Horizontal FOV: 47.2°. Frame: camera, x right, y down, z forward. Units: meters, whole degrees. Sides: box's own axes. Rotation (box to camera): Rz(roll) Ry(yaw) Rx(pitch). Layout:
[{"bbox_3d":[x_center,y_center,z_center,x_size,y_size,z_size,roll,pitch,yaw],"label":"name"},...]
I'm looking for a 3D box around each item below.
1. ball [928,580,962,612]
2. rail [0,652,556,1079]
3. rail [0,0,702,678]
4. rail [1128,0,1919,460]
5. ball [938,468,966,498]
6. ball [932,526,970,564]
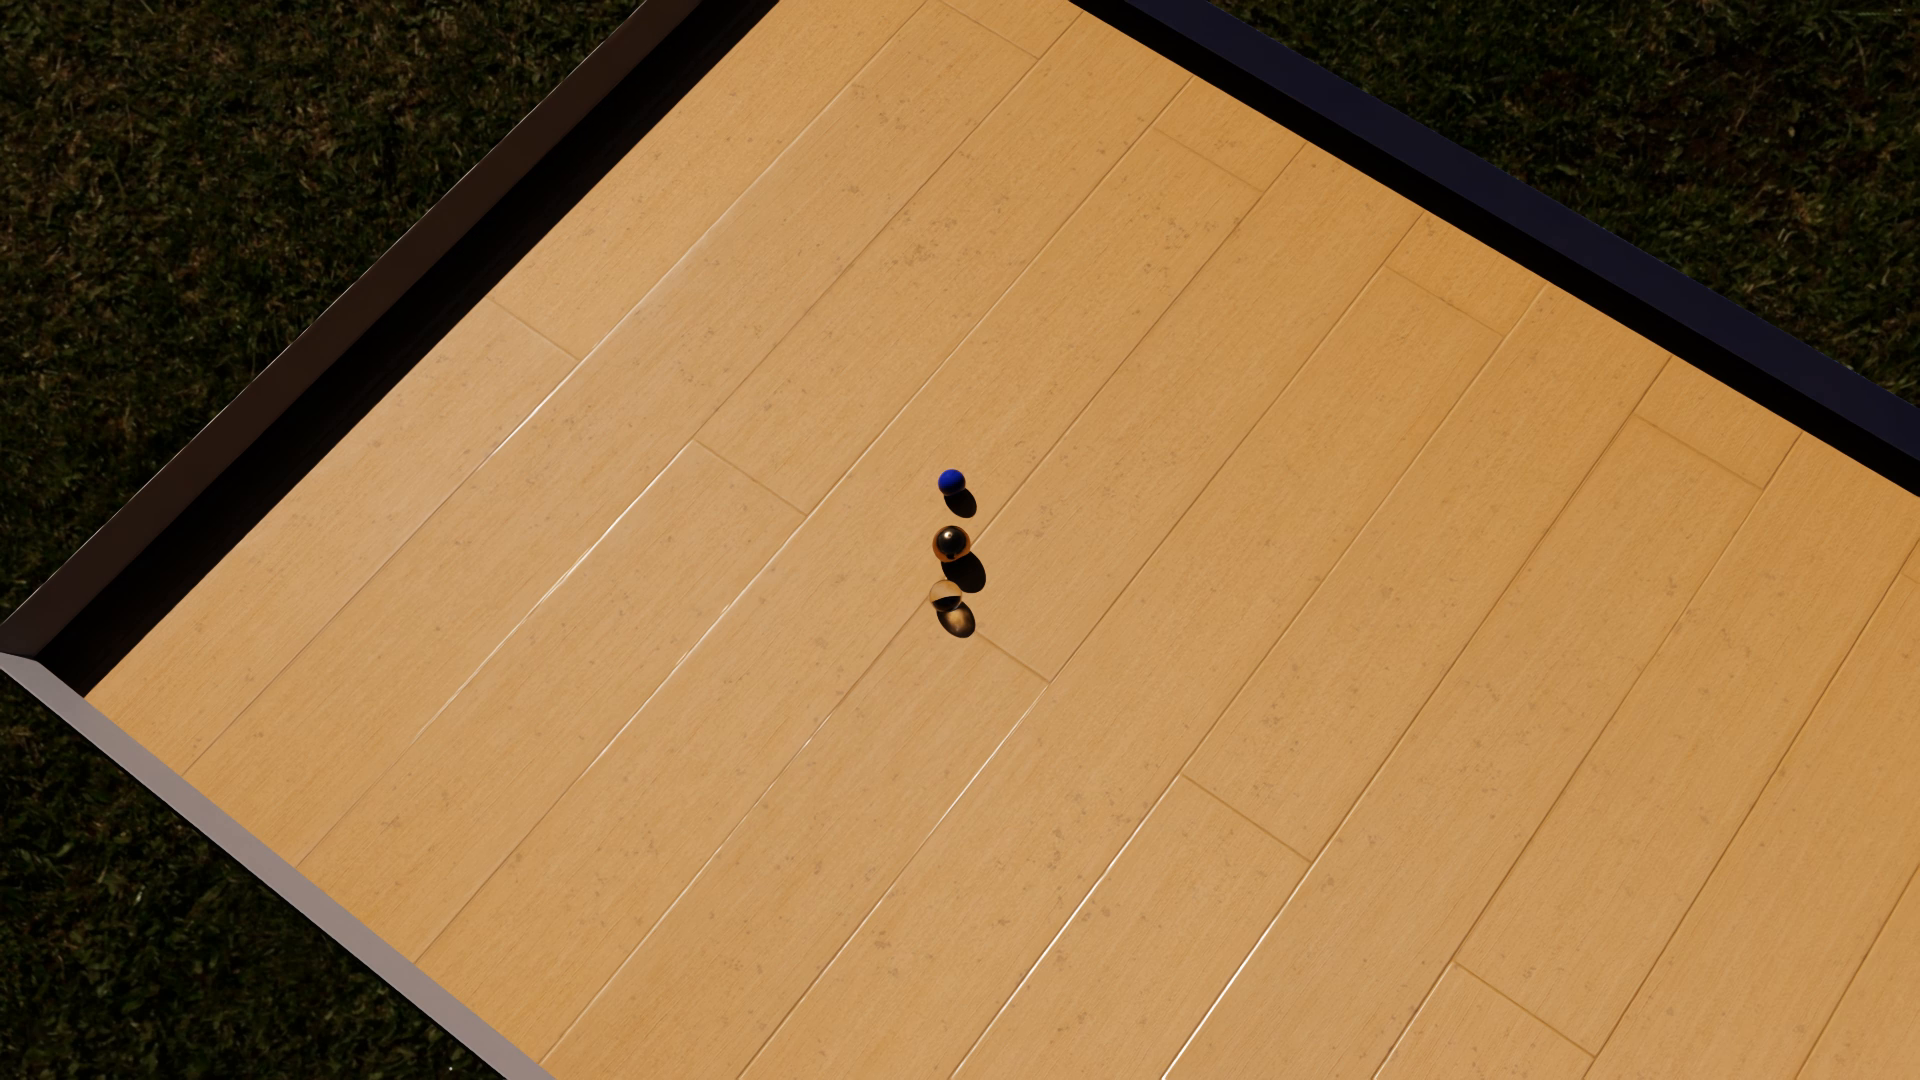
[{"bbox_3d":[-0.023,0.091,3.568,0.054,0.054,0.054,0,64,0],"label":"ball"},{"bbox_3d":[0.218,1.350,2.913,4.350,0.116,0.045,34,69,15],"label":"rail"},{"bbox_3d":[-0.850,-0.588,3.866,0.045,0.116,2.216,34,69,15],"label":"rail"},{"bbox_3d":[1.521,-0.205,3.678,4.350,0.116,0.045,34,69,15],"label":"rail"},{"bbox_3d":[-0.014,-0.095,3.663,0.047,0.047,0.047,0,64,0],"label":"ball"},{"bbox_3d":[-0.014,0.008,3.604,0.064,0.064,0.064,0,64,0],"label":"ball"}]
